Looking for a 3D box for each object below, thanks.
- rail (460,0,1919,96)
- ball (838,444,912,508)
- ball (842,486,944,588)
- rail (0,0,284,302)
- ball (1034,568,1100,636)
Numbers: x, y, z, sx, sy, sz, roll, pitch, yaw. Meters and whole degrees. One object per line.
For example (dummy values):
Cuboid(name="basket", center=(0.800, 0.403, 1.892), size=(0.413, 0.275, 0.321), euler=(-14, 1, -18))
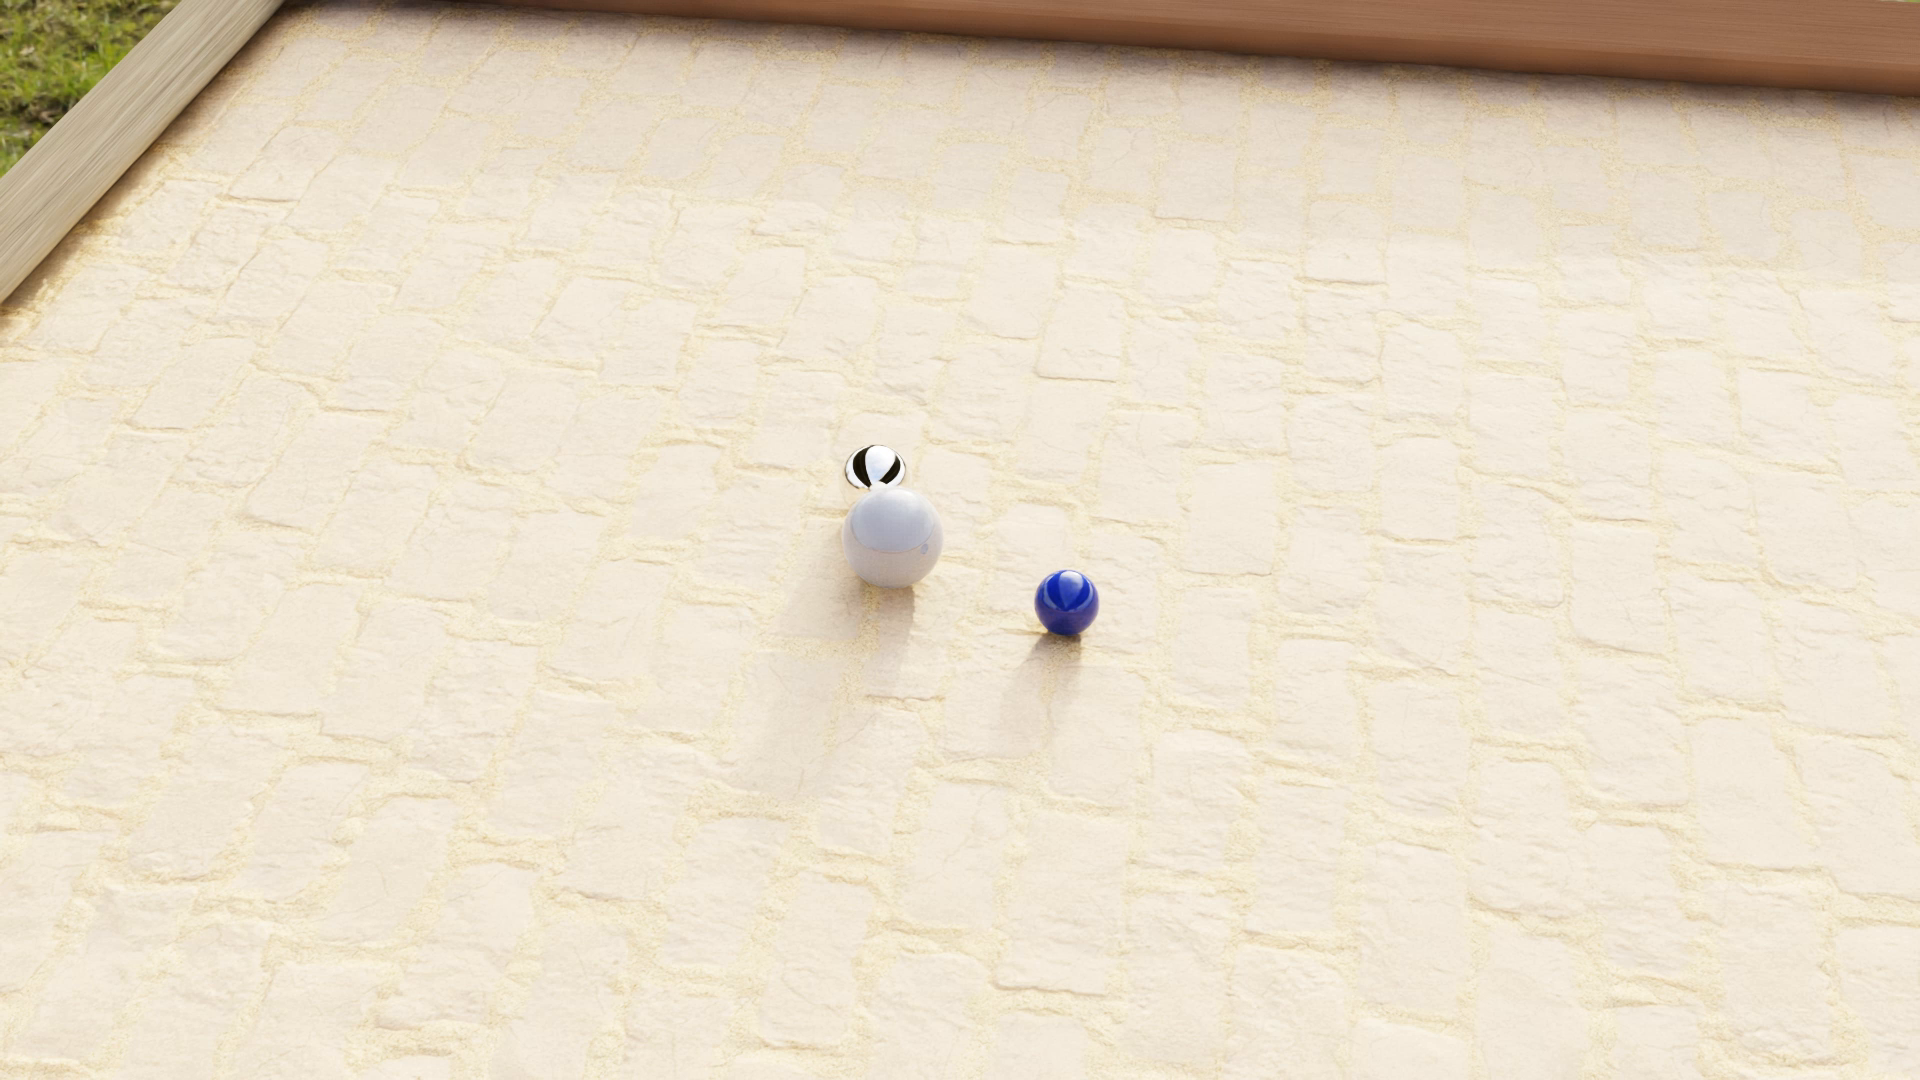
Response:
Cuboid(name="rail", center=(1.021, -0.465, 2.511), size=(3.542, 0.097, 0.045), euler=(5, 35, 7))
Cuboid(name="ball", center=(-0.064, -0.045, 1.944), size=(0.057, 0.057, 0.057), euler=(0, 35, 0))
Cuboid(name="ball", center=(-0.049, -0.002, 1.867), size=(0.075, 0.075, 0.075), euler=(0, 35, 0))
Cuboid(name="rail", center=(-0.851, -0.093, 1.977), size=(0.045, 0.097, 1.920), euler=(5, 35, 7))
Cuboid(name="ball", center=(0.076, 0.044, 1.824), size=(0.048, 0.048, 0.048), euler=(0, 35, 0))
